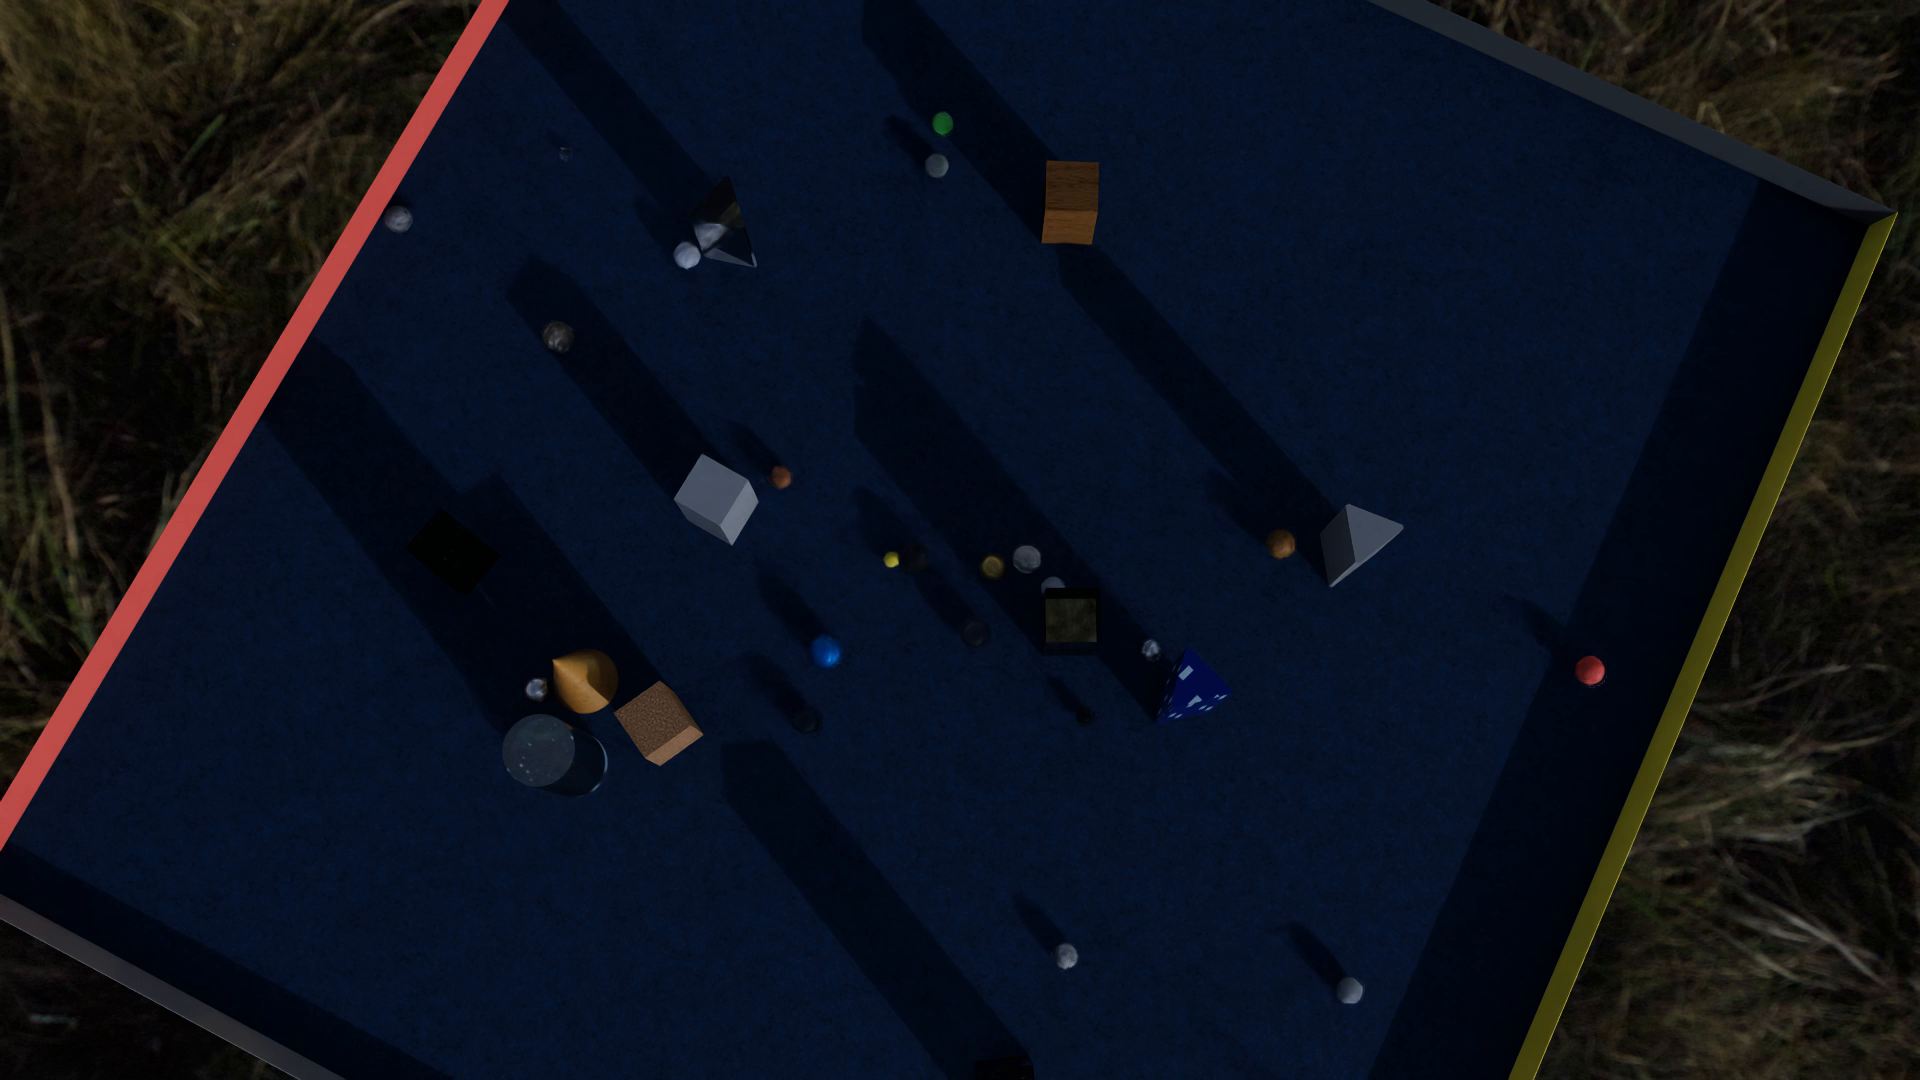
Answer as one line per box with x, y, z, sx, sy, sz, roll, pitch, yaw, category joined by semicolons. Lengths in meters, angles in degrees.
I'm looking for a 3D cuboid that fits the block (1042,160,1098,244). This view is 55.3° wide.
0.340;-1.045;5.691;0.159;0.278;0.159;2;78;0;block

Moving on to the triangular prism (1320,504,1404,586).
1.152;-0.005;5.420;0.172;0.387;0.149;-37;81;-7;triangular prism

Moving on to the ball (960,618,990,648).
0.047;0.281;5.511;0.092;0.092;0.092;0;78;0;ball

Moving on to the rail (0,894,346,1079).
-0.987;1.940;5.148;4.292;0.129;0.045;26;80;5;rail

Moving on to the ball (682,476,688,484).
-0.815;-0.172;5.617;0.069;0.069;0.069;0;78;0;ball

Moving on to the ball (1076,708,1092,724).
0.371;0.527;5.483;0.049;0.049;0.049;0;78;0;ball

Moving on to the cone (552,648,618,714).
-1.130;0.378;5.303;0.199;0.460;0.199;0;78;0;cone

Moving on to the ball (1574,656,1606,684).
1.887;0.390;5.491;0.087;0.087;0.087;0;78;0;ball

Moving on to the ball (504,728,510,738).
-1.318;0.593;5.454;0.078;0.078;0.078;0;78;0;ball

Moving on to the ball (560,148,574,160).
-1.257;-1.233;5.850;0.043;0.043;0.043;0;78;0;ball

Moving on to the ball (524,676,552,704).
-1.260;0.450;5.481;0.083;0.083;0.083;0;78;0;ball

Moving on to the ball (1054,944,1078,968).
0.307;1.210;5.330;0.072;0.072;0.072;0;78;0;ball

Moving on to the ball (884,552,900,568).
-0.208;0.059;5.579;0.050;0.050;0.050;0;78;0;ball

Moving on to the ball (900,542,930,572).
-0.138;0.053;5.559;0.092;0.092;0.092;0;78;0;ball

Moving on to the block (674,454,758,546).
-0.727;-0.118;5.493;0.159;0.290;0.159;29;80;6;block

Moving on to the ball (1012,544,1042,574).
0.203;0.058;5.560;0.087;0.087;0.087;0;78;0;ball

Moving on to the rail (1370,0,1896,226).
0.987;-1.926;5.948;4.292;0.129;0.045;26;80;5;rail

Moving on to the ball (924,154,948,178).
-0.075;-1.188;5.823;0.078;0.078;0.078;0;78;0;ball

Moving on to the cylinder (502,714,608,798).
-1.152;0.623;5.245;0.199;0.476;0.199;0;78;0;cylinder

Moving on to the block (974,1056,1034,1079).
0.128;1.541;5.112;0.159;0.365;0.159;-6;78;-1;block

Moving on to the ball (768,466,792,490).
-0.553;-0.192;5.619;0.073;0.073;0.073;0;78;0;ball

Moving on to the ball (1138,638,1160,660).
0.570;0.326;5.516;0.066;0.066;0.066;0;78;0;ball

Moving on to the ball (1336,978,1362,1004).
1.128;1.305;5.307;0.077;0.077;0.077;0;78;0;ball

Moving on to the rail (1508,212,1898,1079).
1.898;0.936;5.356;0.045;0.129;4.461;26;80;5;rail

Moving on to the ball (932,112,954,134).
-0.055;-1.331;5.856;0.072;0.072;0.072;0;78;0;ball

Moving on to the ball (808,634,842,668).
-0.405;0.331;5.497;0.099;0.099;0.099;0;78;0;ball

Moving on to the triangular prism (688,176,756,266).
-0.712;-0.987;5.649;0.172;0.338;0.149;12;79;2;triangular prism

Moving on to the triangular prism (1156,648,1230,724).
0.652;0.415;5.303;0.172;0.447;0.149;-13;79;-3;triangular prism

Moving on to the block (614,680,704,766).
-0.879;0.539;5.365;0.159;0.274;0.159;-35;80;-7;block

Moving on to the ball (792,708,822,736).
-0.458;0.542;5.460;0.088;0.088;0.088;0;78;0;ball

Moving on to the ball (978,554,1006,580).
0.098;0.084;5.558;0.081;0.081;0.081;0;78;0;ball

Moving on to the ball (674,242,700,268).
-0.858;-0.895;5.759;0.084;0.084;0.084;0;78;0;ball

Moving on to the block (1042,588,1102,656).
0.327;0.244;5.425;0.159;0.276;0.159;0;78;0;block

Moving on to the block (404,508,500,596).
-1.515;0.037;5.484;0.159;0.244;0.159;38;81;7;block

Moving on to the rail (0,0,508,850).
-1.898;-0.923;5.741;0.045;0.129;4.461;26;80;5;rail

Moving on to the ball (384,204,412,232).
-1.773;-1.013;5.781;0.088;0.088;0.088;0;78;0;ball

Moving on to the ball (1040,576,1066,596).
0.282;0.148;5.548;0.075;0.075;0.075;0;78;0;ball

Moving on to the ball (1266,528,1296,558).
0.973;0.012;5.567;0.092;0.092;0.092;0;78;0;ball

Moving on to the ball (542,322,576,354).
-1.246;-0.630;5.697;0.098;0.098;0.098;0;78;0;ball
